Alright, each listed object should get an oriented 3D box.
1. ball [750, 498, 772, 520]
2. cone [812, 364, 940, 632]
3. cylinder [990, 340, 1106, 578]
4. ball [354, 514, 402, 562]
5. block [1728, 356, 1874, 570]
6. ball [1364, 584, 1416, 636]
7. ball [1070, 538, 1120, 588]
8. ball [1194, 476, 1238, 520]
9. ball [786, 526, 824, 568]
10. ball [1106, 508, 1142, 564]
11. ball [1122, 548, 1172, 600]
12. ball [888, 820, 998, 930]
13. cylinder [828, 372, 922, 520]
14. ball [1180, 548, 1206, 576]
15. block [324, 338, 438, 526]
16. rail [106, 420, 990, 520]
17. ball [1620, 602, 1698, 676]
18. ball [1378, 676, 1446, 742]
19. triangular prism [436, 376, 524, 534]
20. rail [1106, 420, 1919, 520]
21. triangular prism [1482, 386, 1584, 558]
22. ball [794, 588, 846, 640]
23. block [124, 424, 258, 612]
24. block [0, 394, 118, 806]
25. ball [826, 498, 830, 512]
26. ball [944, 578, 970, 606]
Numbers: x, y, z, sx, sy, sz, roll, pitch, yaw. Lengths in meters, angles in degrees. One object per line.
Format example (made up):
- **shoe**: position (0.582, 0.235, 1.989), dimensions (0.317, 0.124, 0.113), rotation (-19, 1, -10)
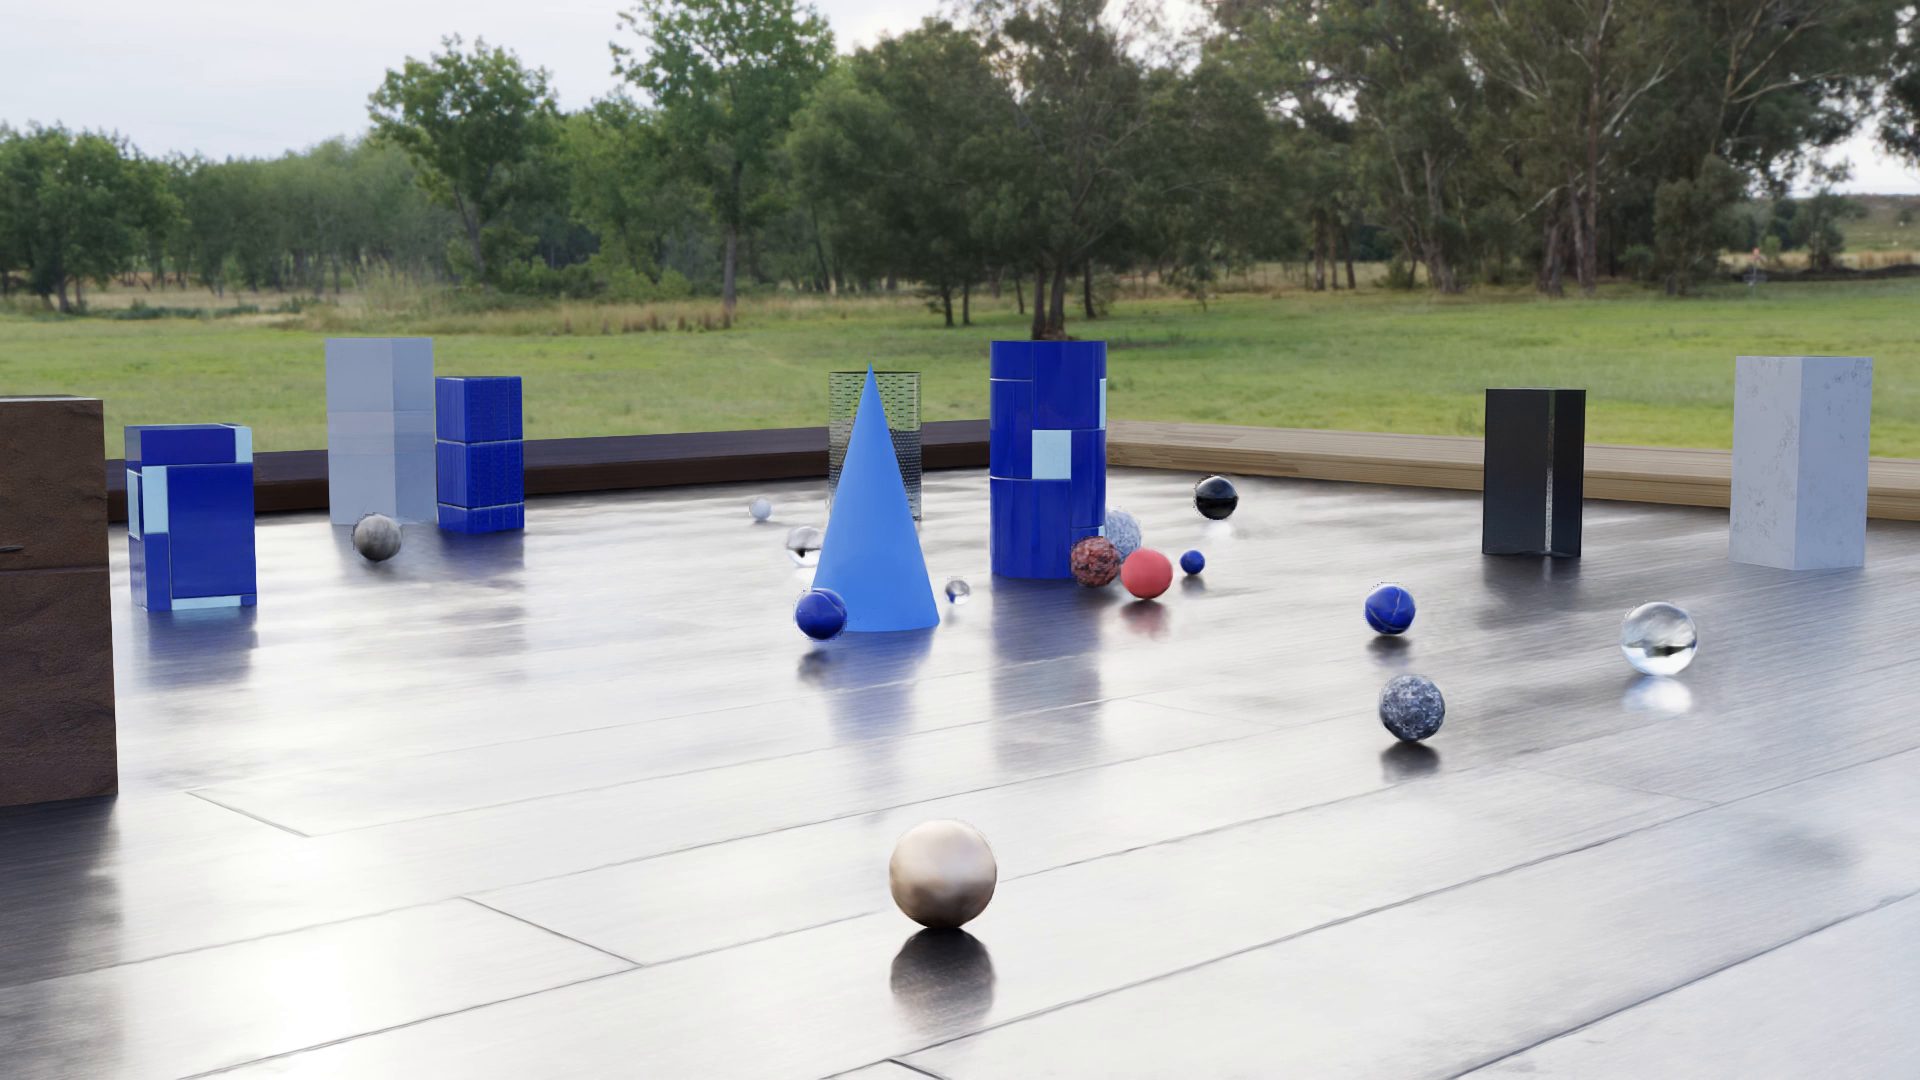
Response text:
- **ball**: position (-0.424, -0.065, 4.686), dimensions (0.046, 0.046, 0.046), rotation (0, 6, 0)
- **cone**: position (-0.127, -0.068, 3.142), dimensions (0.198, 0.372, 0.198), rotation (0, 6, 0)
- **cylinder**: position (0.150, -0.141, 3.743), dimensions (0.198, 0.393, 0.198), rotation (0, 6, 0)
- **ball**: position (-1.037, -0.003, 3.917), dimensions (0.083, 0.083, 0.083), rotation (0, 6, 0)
- **block**: position (1.478, -0.140, 3.870), dimensions (0.159, 0.365, 0.159), rotation (-2, 6, -23)
- **ball**: position (0.592, 0.096, 3.026), dimensions (0.070, 0.070, 0.070), rotation (0, 6, 0)
- **ball**: position (0.218, 0.036, 3.548), dimensions (0.081, 0.081, 0.081), rotation (0, 6, 0)
- **ball**: position (0.546, -0.089, 4.687), dimensions (0.093, 0.093, 0.093), rotation (0, 6, 0)
- **ball**: position (-0.267, 0.012, 3.830), dimensions (0.071, 0.071, 0.071), rotation (0, 6, 0)
- **ball**: position (0.270, -0.006, 3.860), dimensions (0.099, 0.099, 0.099), rotation (0, 6, 0)
- **ball**: position (0.289, 0.052, 3.401), dimensions (0.080, 0.080, 0.080), rotation (0, 6, 0)
- **ball**: position (-0.013, 0.241, 1.588), dimensions (0.079, 0.079, 0.079), rotation (0, 6, 0)
- **cylinder**: position (-0.182, -0.202, 4.707), dimensions (0.198, 0.313, 0.198), rotation (0, 6, 0)
- **ball**: position (0.393, 0.037, 3.716), dimensions (0.044, 0.044, 0.044), rotation (0, 6, 0)
- **block**: position (-1.220, -0.232, 4.641), dimensions (0.159, 0.388, 0.159), rotation (2, 6, 18)
- **rail**: position (-1.487, -0.134, 4.935), dimensions (4.824, 0.129, 0.045), rotation (-5, 8, -42)
- **ball**: position (0.854, 0.121, 2.689), dimensions (0.091, 0.091, 0.091), rotation (0, 6, 0)
- **ball**: position (0.468, 0.175, 2.279), dimensions (0.068, 0.068, 0.068), rotation (0, 6, 0)
- **triangular prism**: position (-0.964, -0.178, 4.490), dimensions (0.149, 0.311, 0.172), rotation (-4, 7, -33)
- **rail**: position (1.755, -0.134, 4.943), dimensions (0.045, 0.129, 4.433), rotation (-5, 8, -42)
- **triangular prism**: position (1.063, -0.130, 4.068), dimensions (0.172, 0.303, 0.149), rotation (2, 6, 16)
- **ball**: position (-0.185, 0.098, 2.929), dimensions (0.069, 0.069, 0.069), rotation (0, 6, 0)
- **block**: position (-1.176, -0.039, 3.361), dimensions (0.159, 0.269, 0.159), rotation (-3, 7, -29)
- **block**: position (-0.888, 0.051, 2.041), dimensions (0.159, 0.364, 0.159), rotation (-4, 7, -32)
- **ball**: position (-0.272, -0.077, 4.821), dimensions (0.041, 0.041, 0.041), rotation (0, 6, 0)
- **ball**: position (-0.004, 0.079, 3.333), dimensions (0.041, 0.041, 0.041), rotation (0, 6, 0)
